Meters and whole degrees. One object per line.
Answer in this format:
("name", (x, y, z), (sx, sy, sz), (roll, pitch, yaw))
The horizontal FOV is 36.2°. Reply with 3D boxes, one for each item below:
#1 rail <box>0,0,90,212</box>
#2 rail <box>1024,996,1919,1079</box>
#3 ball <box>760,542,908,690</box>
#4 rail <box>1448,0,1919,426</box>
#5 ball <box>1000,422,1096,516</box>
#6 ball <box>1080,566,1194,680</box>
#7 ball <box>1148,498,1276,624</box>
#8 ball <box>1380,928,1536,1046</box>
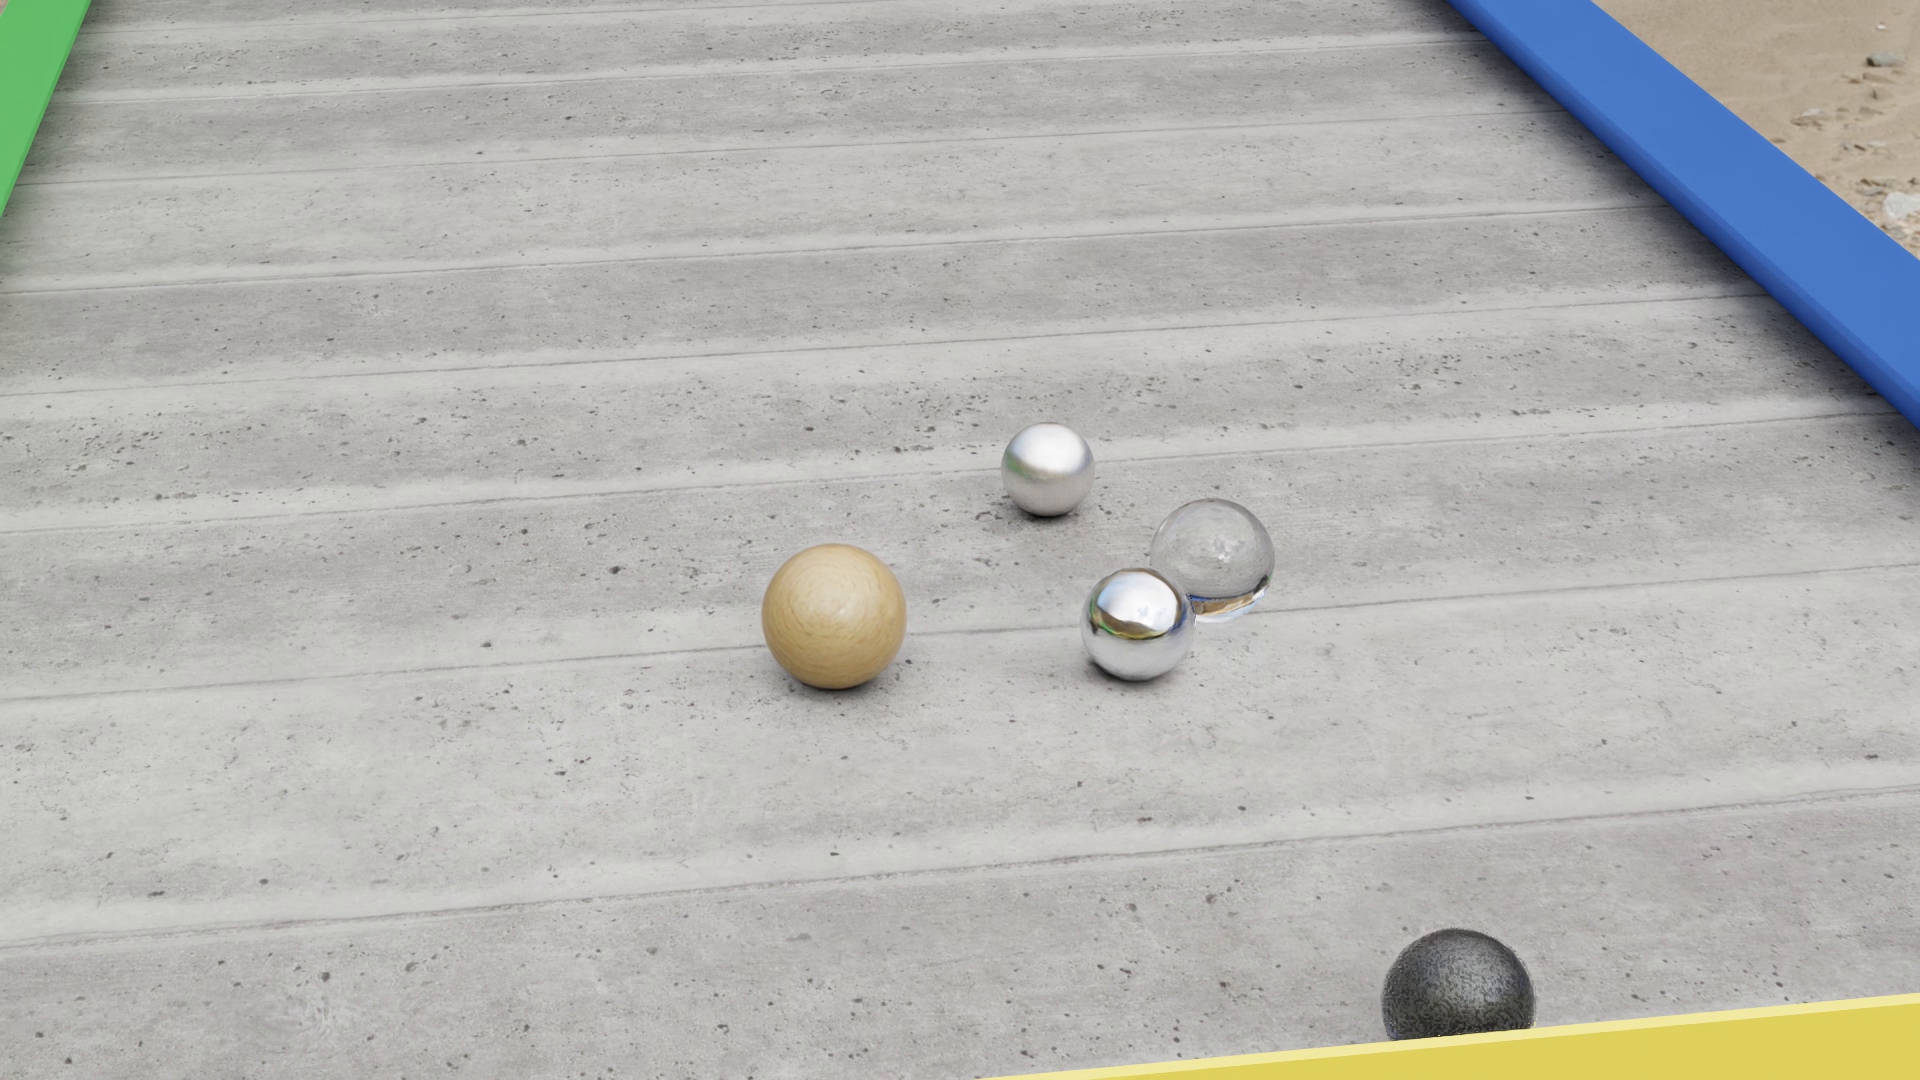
("rail", (-0.823, -0.277, 2.456), (0.045, 0.118, 2.803), (-4, 26, -8))
("rail", (0.102, 0.272, 1.329), (1.499, 0.118, 0.045), (-4, 26, -8))
("ball", (-0.078, 0.047, 1.824), (0.091, 0.091, 0.091), (0, 26, 0))
("rail", (0.612, -0.372, 2.652), (0.045, 0.118, 2.803), (-4, 26, -8))
("ball", (0.061, -0.049, 2.051), (0.066, 0.066, 0.066), (0, 26, 0))
("ball", (0.111, 0.052, 1.836), (0.071, 0.071, 0.071), (0, 26, 0))
("ball", (0.163, 0.013, 1.904), (0.081, 0.081, 0.081), (0, 26, 0))
("ball", (0.248, 0.231, 1.463), (0.076, 0.076, 0.076), (0, 26, 0))
